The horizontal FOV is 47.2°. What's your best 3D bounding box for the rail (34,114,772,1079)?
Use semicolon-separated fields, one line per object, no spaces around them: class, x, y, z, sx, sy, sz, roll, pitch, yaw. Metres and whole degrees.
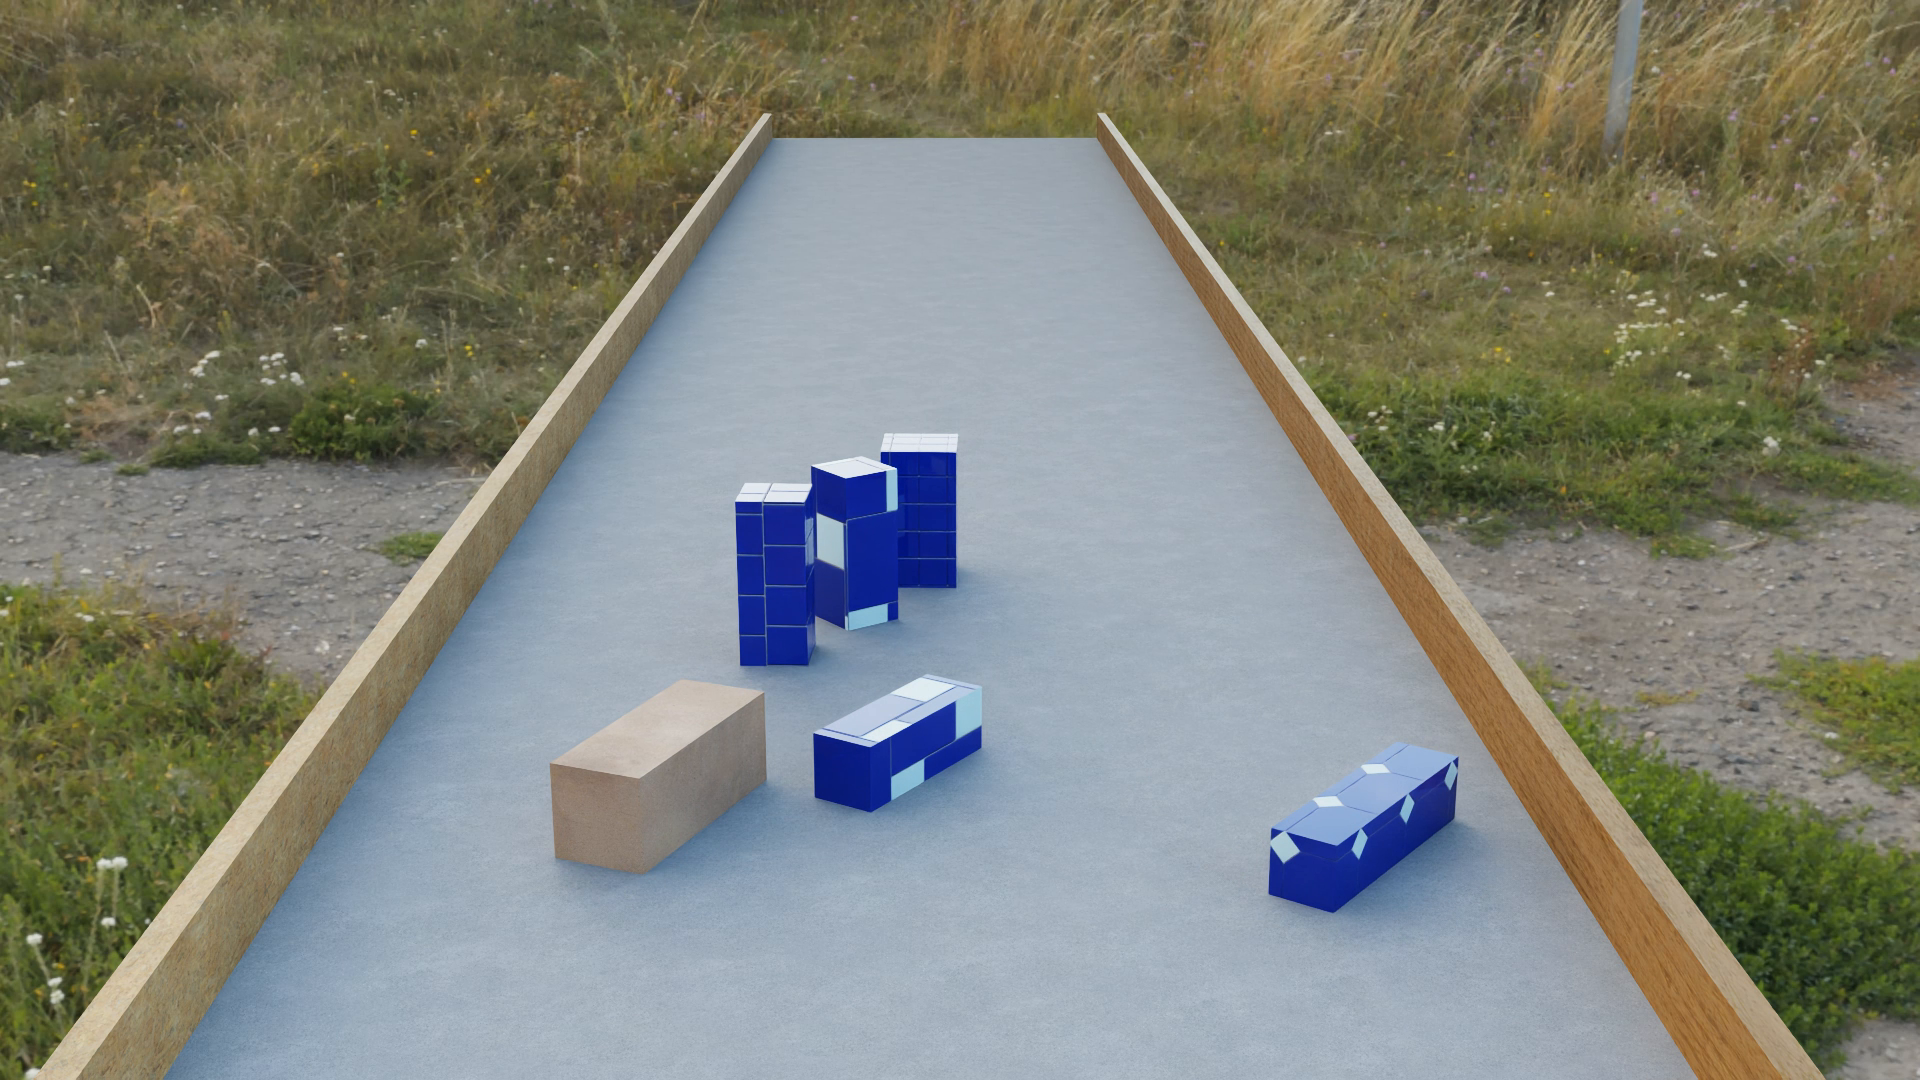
rail;-1.118;-0.838;7.780;0.050;0.150;12.000;0;17;-1

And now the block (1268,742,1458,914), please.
block;0.650;0.452;3.512;0.111;0.111;0.438;12;20;35

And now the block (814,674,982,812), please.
block;-0.105;0.350;3.842;0.118;0.118;0.345;11;20;32

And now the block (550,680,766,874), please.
block;-0.492;0.384;3.648;0.163;0.163;0.416;7;18;22

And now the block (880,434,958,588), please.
block;-0.089;-0.066;4.906;0.165;0.310;0.165;0;17;1

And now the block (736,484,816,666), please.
block;-0.367;0.069;4.397;0.136;0.340;0.136;1;17;3

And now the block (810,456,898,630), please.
block;-0.221;0.006;4.630;0.129;0.329;0.129;-12;20;-35

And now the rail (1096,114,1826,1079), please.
rail;0.932;-0.844;7.801;0.050;0.150;12.000;0;17;-1
